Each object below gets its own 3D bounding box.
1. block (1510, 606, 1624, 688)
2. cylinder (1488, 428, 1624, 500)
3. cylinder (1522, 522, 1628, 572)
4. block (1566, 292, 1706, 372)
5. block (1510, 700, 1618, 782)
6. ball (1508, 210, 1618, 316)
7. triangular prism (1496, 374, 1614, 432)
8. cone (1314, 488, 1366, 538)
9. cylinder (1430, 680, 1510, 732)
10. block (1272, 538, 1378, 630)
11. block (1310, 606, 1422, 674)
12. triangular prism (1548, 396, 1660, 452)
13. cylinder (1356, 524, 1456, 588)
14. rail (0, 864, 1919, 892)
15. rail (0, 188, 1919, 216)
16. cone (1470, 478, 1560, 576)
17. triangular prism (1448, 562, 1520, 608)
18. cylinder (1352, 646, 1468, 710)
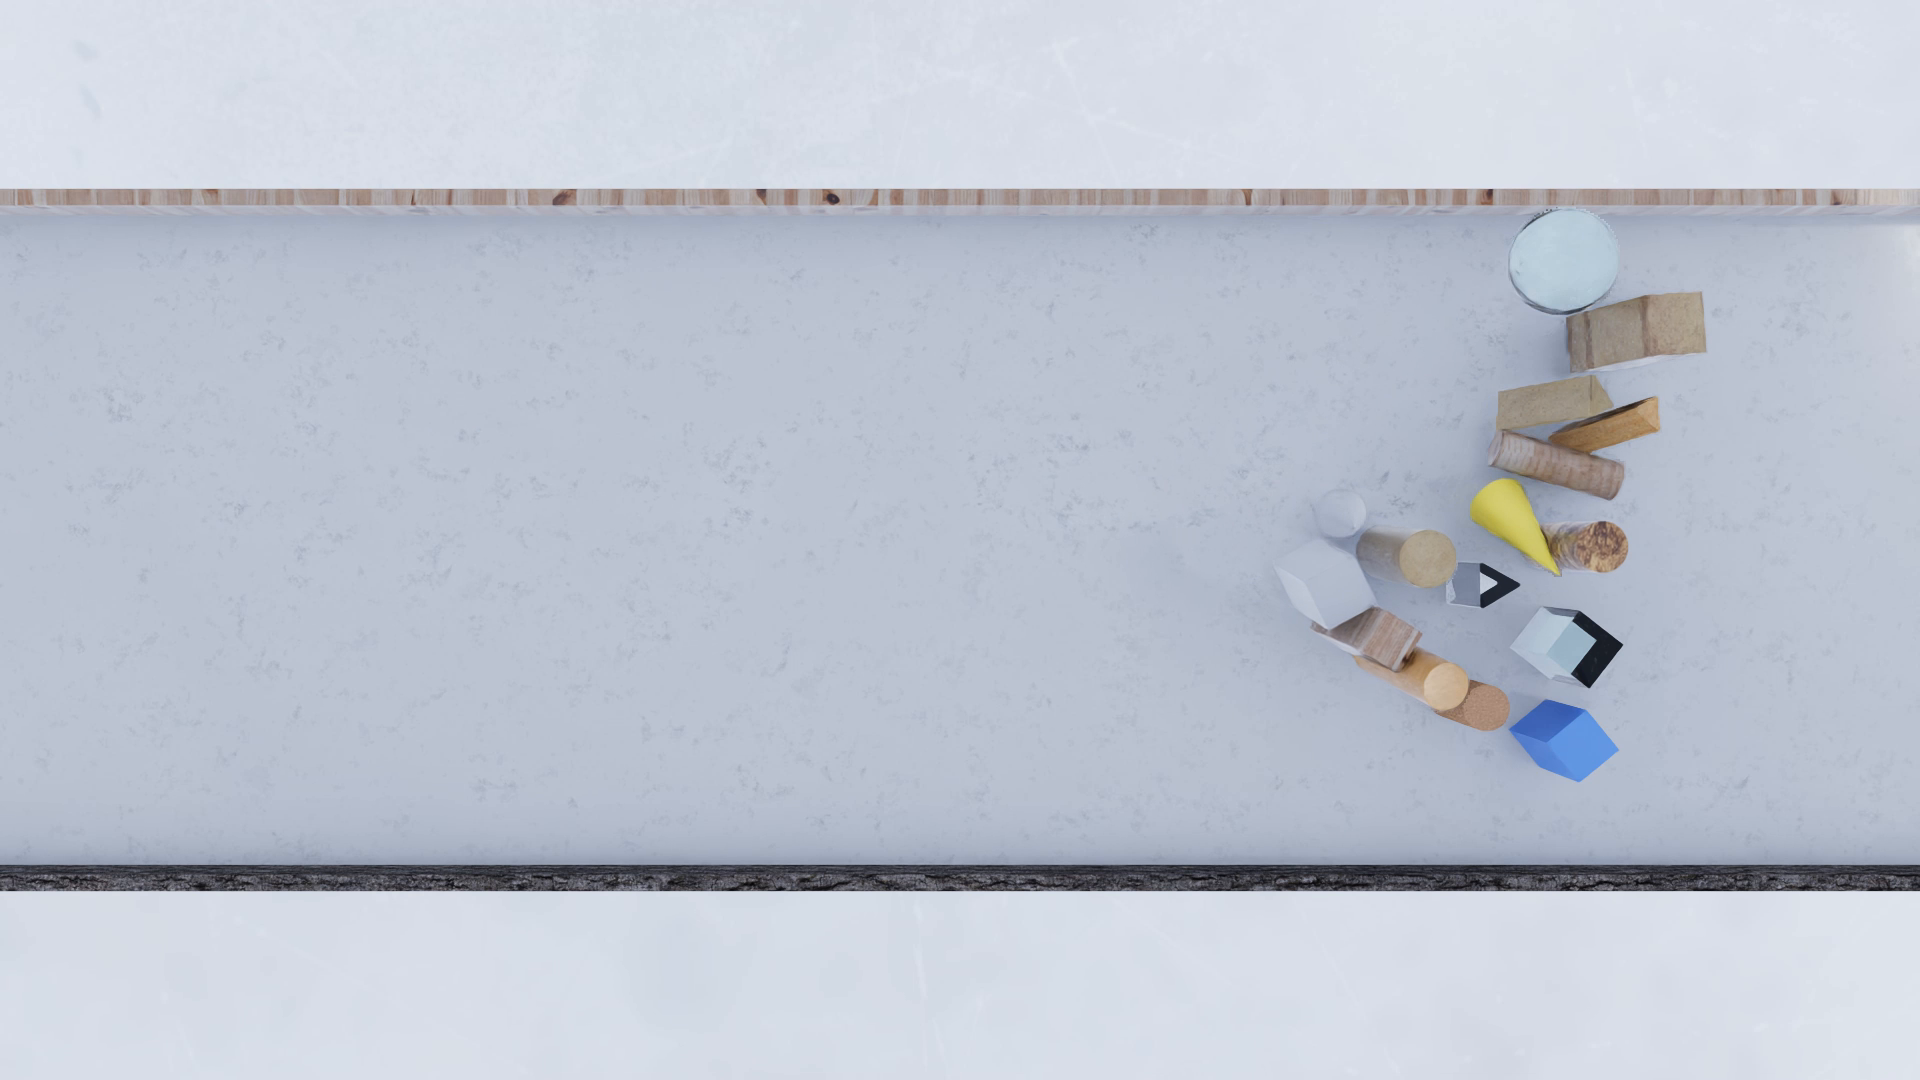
[{"bbox_3d":[1.805,0.317,4.922,0.162,0.310,0.162,38,90,0],"label":"block"},{"bbox_3d":[1.790,-0.227,4.960,0.374,0.118,0.118,16,90,3],"label":"cylinder"},{"bbox_3d":[1.799,0.019,4.850,0.145,0.451,0.145,0,90,-1],"label":"cylinder"},{"bbox_3d":[1.984,-0.607,4.855,0.173,0.419,0.173,-4,90,-10],"label":"block"},{"bbox_3d":[1.794,0.594,4.912,0.149,0.328,0.149,-39,90,0],"label":"block"},{"bbox_3d":[1.764,-0.813,4.831,0.307,0.307,0.307,0,90,0],"label":"ball"},{"bbox_3d":[1.754,-0.414,4.906,0.128,0.316,0.111,-21,98,-37],"label":"triangular prism"},{"bbox_3d":[1.152,-0.059,4.910,0.154,0.309,0.154,1,99,5],"label":"cone"},{"bbox_3d":[1.504,0.480,4.893,0.133,0.367,0.133,0,90,0],"label":"cylinder"},{"bbox_3d":[1.076,0.126,4.891,0.161,0.349,0.161,-28,100,0],"label":"block"},{"bbox_3d":[1.194,0.269,4.873,0.135,0.387,0.135,31,90,-12],"label":"block"},{"bbox_3d":[1.925,-0.350,4.912,0.106,0.333,0.092,37,65,-16],"label":"triangular prism"},{"bbox_3d":[1.308,0.045,4.861,0.165,0.421,0.165,0,92,-3],"label":"cylinder"},{"bbox_3d":[-2.247,1.025,5.001,12.000,0.150,0.050,0,90,0],"label":"rail"},{"bbox_3d":[-2.247,-1.025,5.002,12.000,0.150,0.050,0,90,0],"label":"rail"},{"bbox_3d":[1.681,-0.005,4.883,0.178,0.361,0.178,-11,131,-12],"label":"cone"},{"bbox_3d":[1.528,0.114,4.910,0.130,0.332,0.113,-31,90,0],"label":"triangular prism"},{"bbox_3d":[1.315,0.374,4.838,0.137,0.457,0.137,-2,100,-12],"label":"cylinder"}]
